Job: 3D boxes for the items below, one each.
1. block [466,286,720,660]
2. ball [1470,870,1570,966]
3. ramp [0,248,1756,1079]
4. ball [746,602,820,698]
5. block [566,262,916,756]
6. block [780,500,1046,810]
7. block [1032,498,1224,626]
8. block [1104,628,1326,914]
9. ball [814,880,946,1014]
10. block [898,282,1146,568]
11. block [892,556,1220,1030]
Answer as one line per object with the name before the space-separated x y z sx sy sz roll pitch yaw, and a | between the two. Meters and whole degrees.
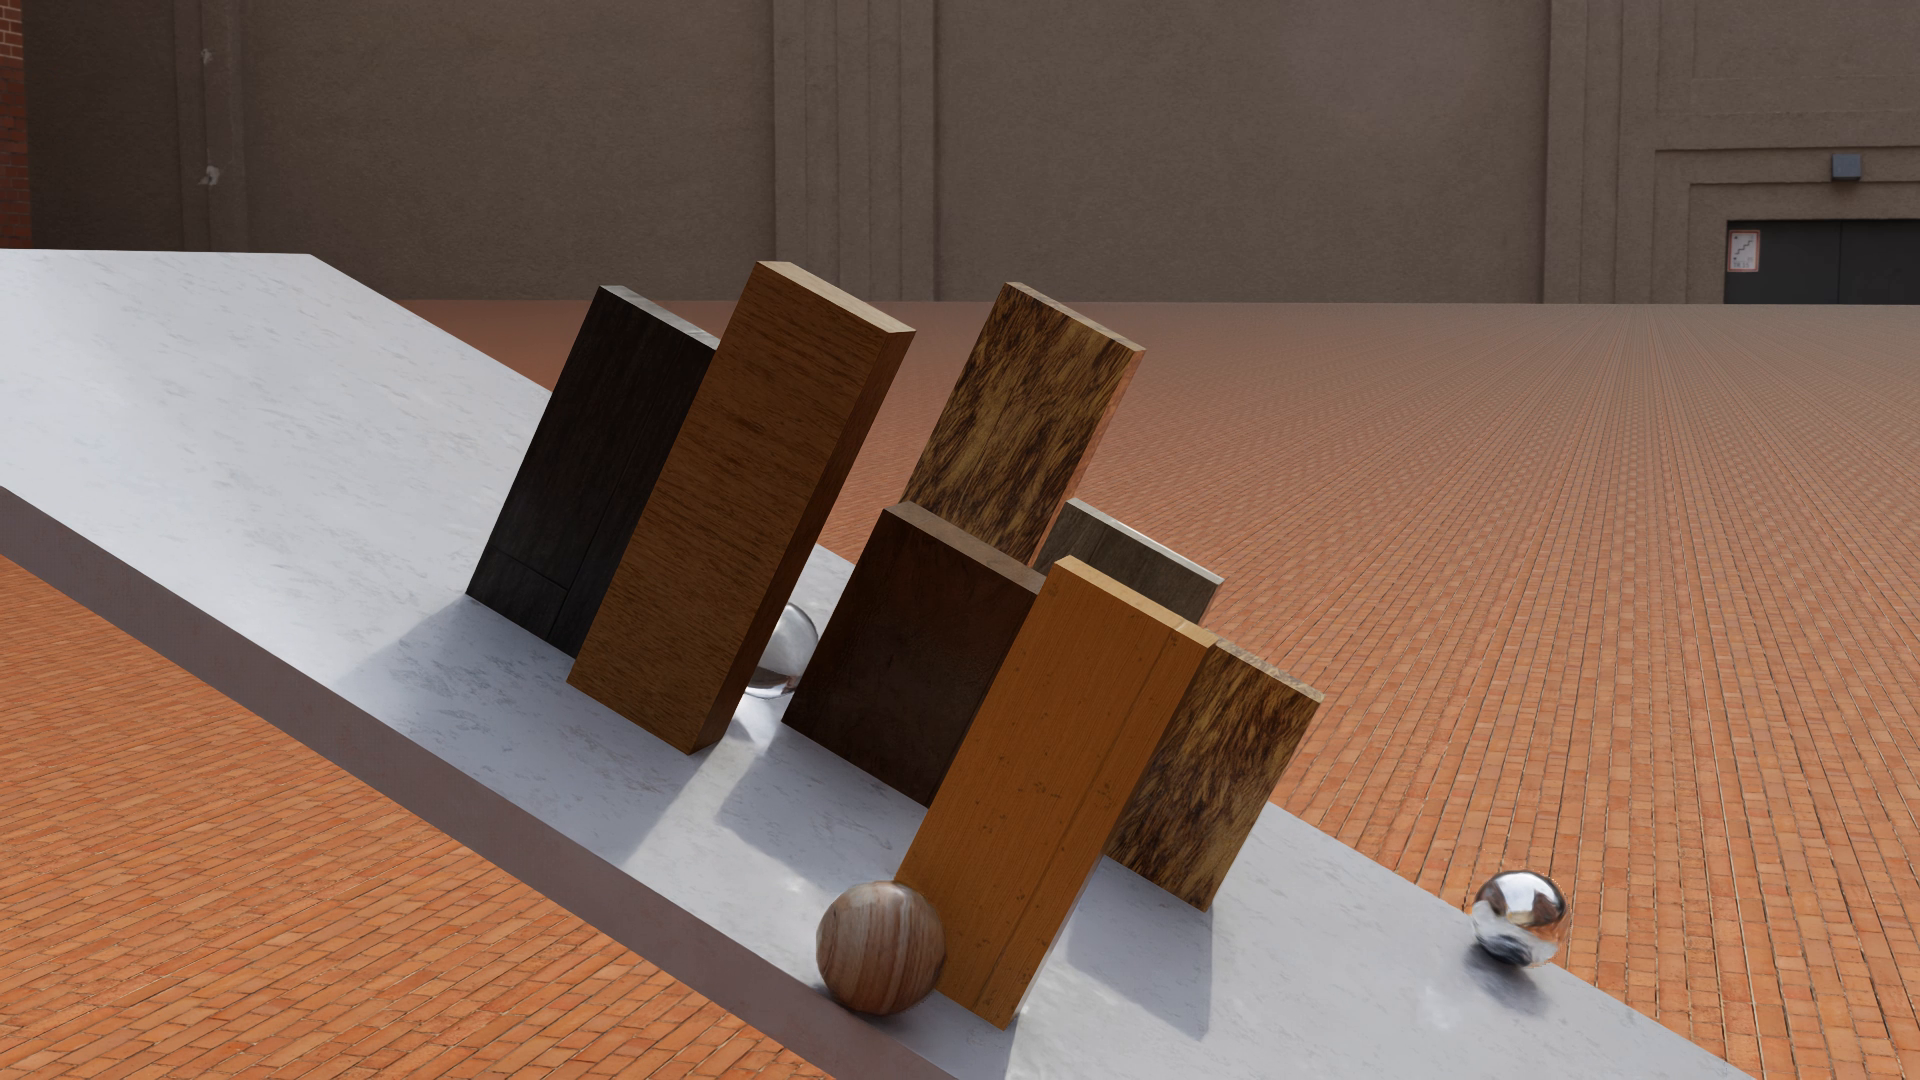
block | -0.618 -0.110 3.842 0.271 0.607 0.090 29 14 12
ball | 1.179 0.796 4.631 0.202 0.202 0.202 0 7 0
ramp | -0.238 0.398 4.156 4.000 0.100 2.000 29 14 12
ball | -0.354 0.200 4.069 0.187 0.187 0.187 0 7 0
block | -0.371 -0.052 3.685 0.252 0.794 0.143 29 14 12
block | -0.072 0.207 4.008 0.326 0.446 0.148 29 14 12
block | 0.271 0.214 4.514 0.352 0.489 0.080 29 14 12
block | 0.460 0.432 4.122 0.255 0.459 0.084 29 14 12
ball | -0.113 0.578 3.122 0.187 0.187 0.187 0 7 0
block | 0.090 -0.156 4.937 0.327 0.775 0.124 29 14 12
block | 0.114 0.377 3.265 0.252 0.664 0.091 29 14 12
